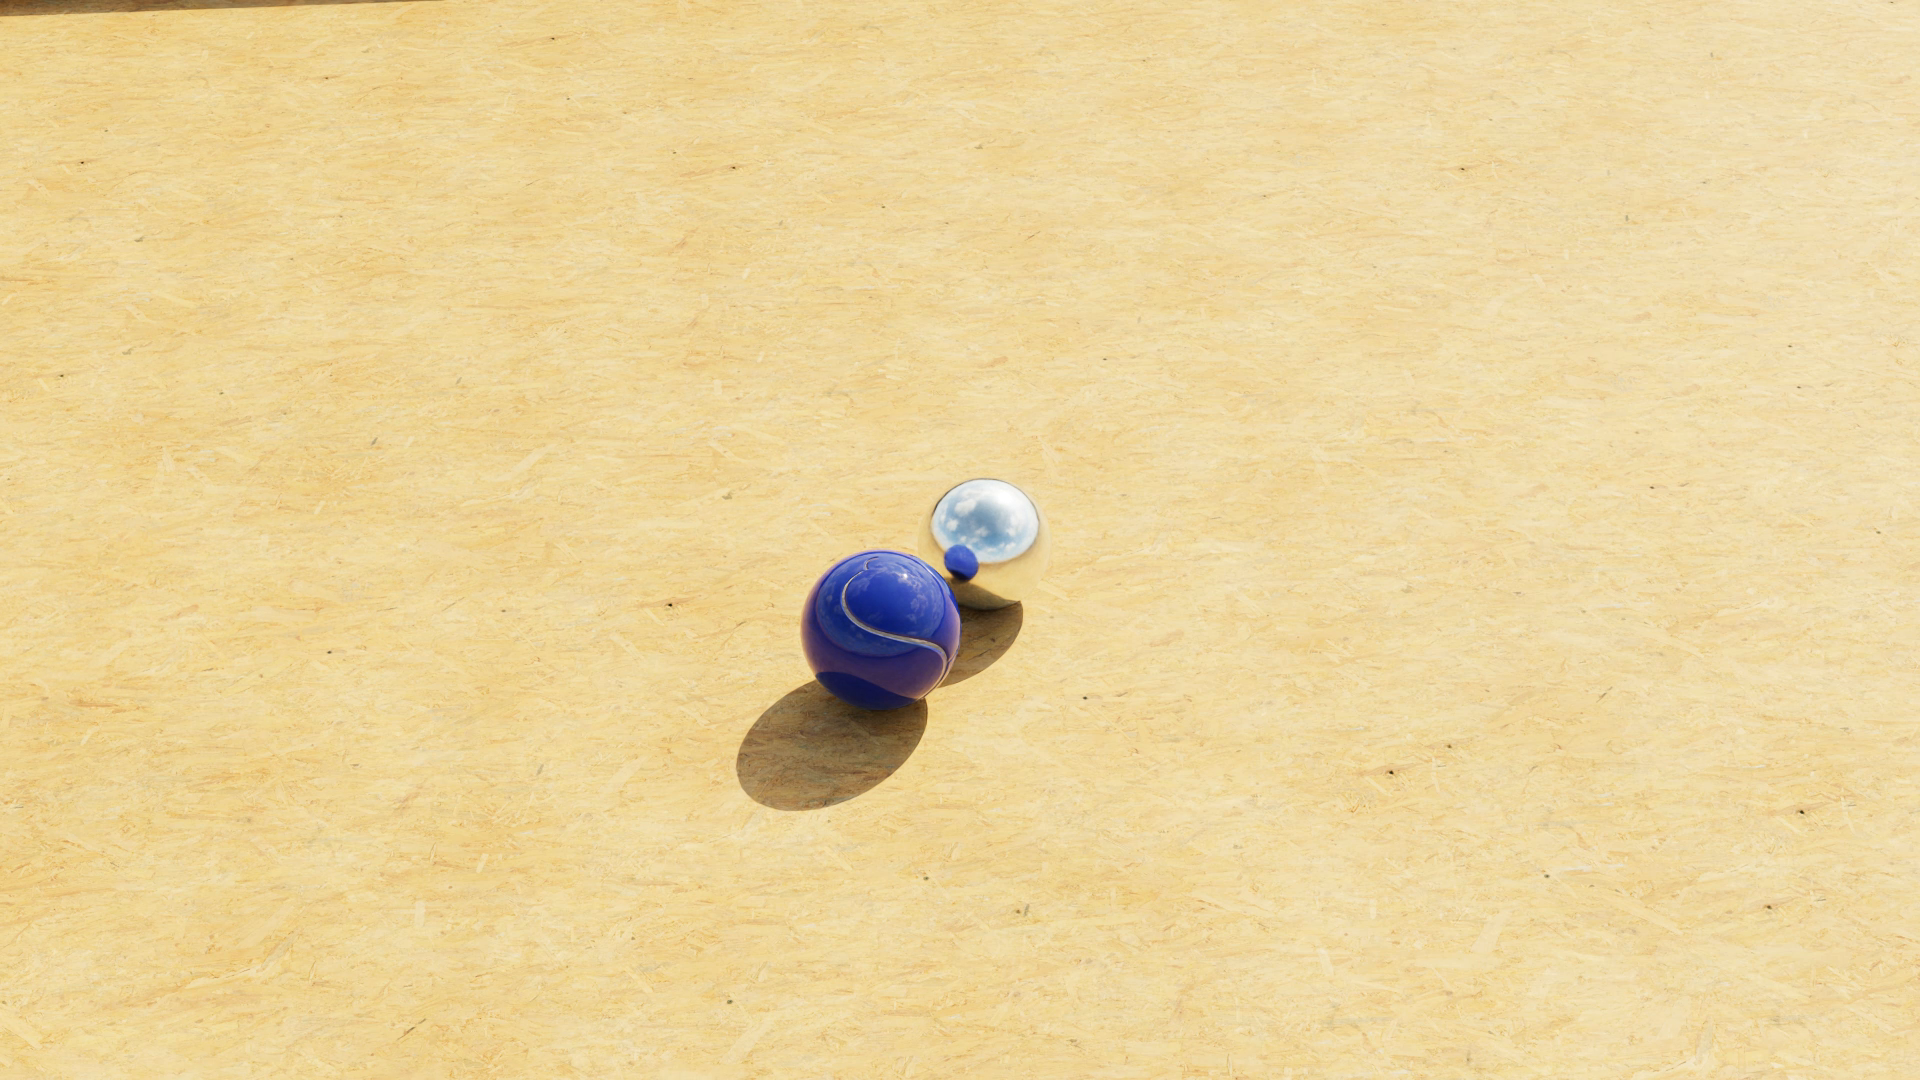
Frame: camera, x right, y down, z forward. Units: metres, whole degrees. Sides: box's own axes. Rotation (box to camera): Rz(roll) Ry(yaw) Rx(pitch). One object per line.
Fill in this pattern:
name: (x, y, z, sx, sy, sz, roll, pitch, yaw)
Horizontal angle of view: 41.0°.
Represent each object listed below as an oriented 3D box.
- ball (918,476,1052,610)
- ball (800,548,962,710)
ball: (0.015, 0.002, 1.542, 0.081, 0.081, 0.081, 0, 37, 0)
ball: (-0.045, 0.051, 1.466, 0.093, 0.093, 0.093, 0, 37, 0)
